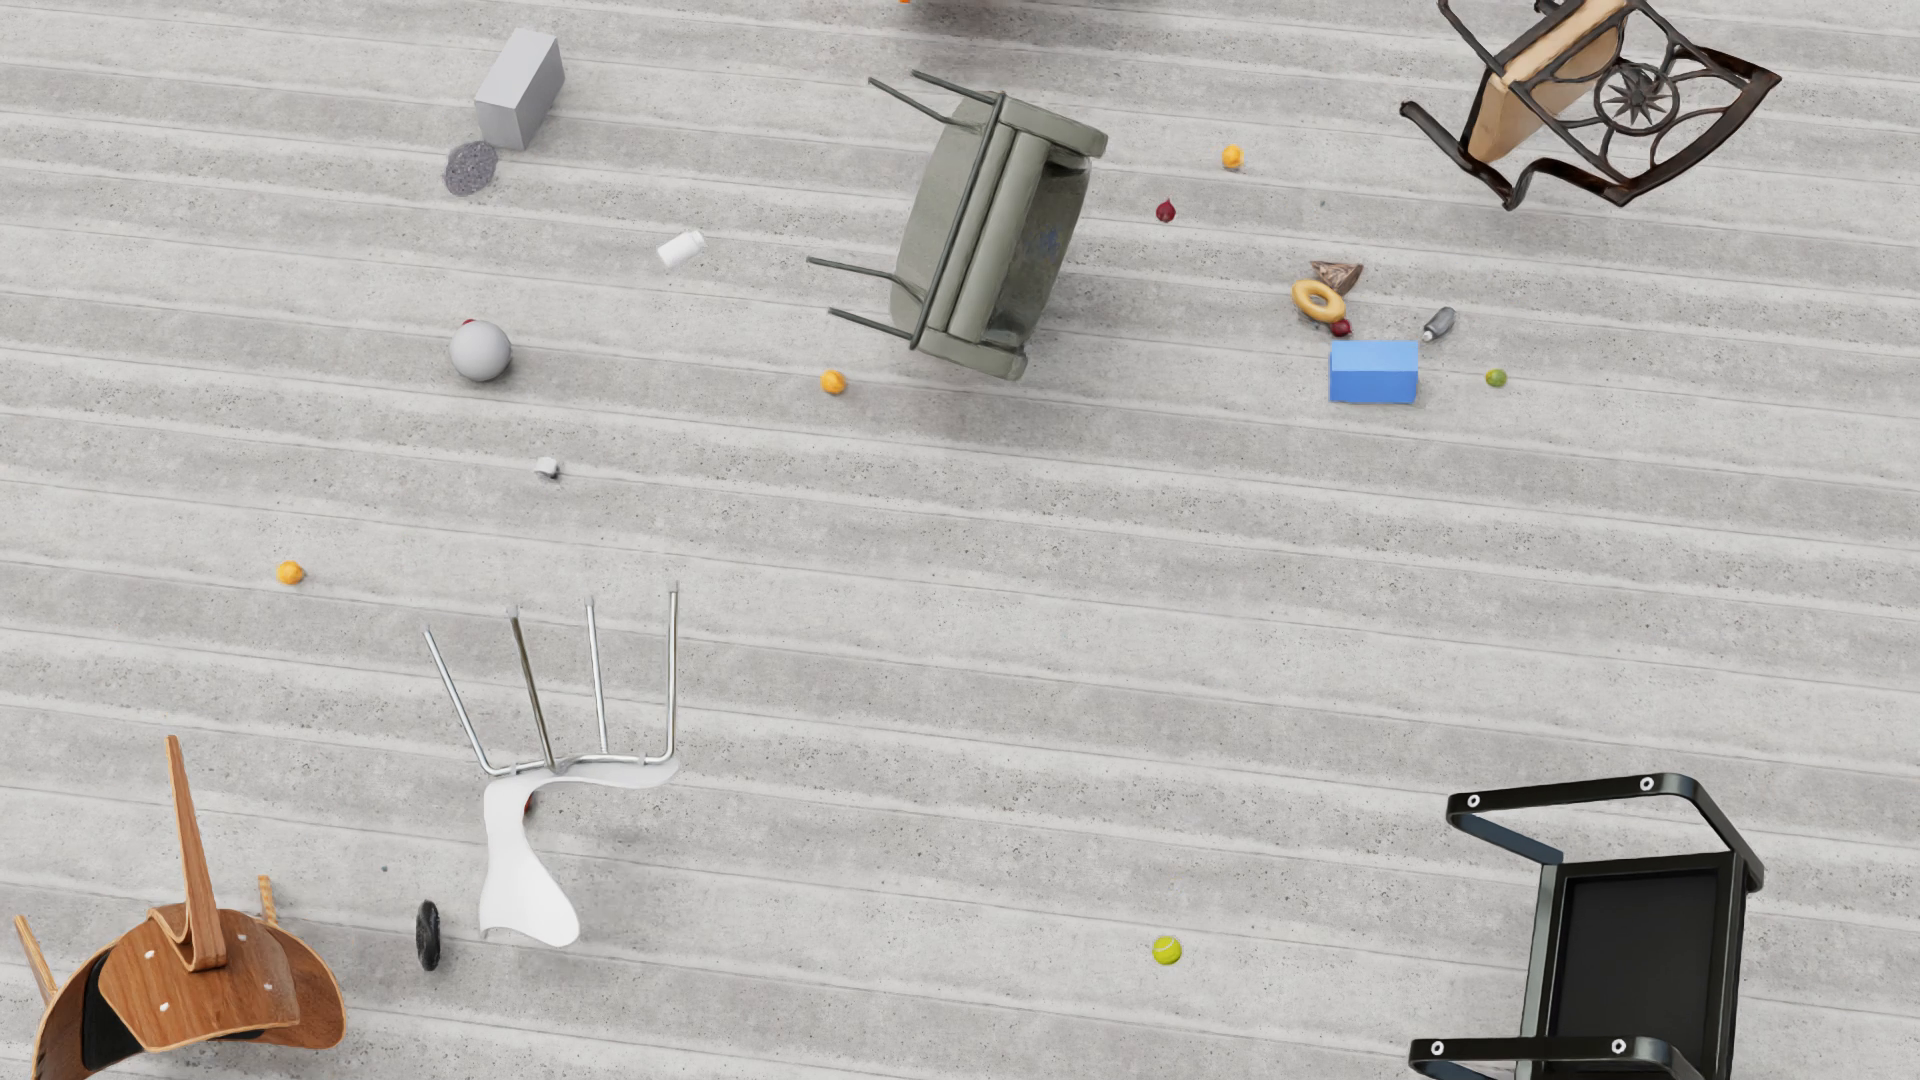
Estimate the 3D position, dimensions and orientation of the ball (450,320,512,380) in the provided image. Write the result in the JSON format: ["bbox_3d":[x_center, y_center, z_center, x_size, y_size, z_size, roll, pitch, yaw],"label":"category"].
[{"bbox_3d":[-1.496,-0.591,6.856,0.189,0.189,0.189,0,56,0],"label":"ball"}]

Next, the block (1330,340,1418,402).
[{"bbox_3d":[1.279,-0.521,6.806,0.260,0.165,0.115,1,59,8],"label":"block"}]

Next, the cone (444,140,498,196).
[{"bbox_3d":[-1.677,-1.281,7.386,0.207,0.155,0.209,-49,42,1],"label":"cone"}]

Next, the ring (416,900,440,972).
[{"bbox_3d":[-1.395,1.038,5.772,0.043,0.187,0.190,0,23,-23],"label":"ring"}]

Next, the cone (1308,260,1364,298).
[{"bbox_3d":[1.187,-0.864,7.092,0.156,0.104,0.167,35,69,23],"label":"cone"}]

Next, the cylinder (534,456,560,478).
[{"bbox_3d":[-1.259,-0.222,6.689,0.072,0.045,0.047,11,71,24],"label":"cylinder"}]

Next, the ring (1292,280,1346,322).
[{"bbox_3d":[1.141,-0.761,6.997,0.200,0.064,0.111,36,81,21],"label":"ring"}]

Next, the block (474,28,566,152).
[{"bbox_3d":[-1.496,-1.533,7.481,0.150,0.202,0.357,14,57,9],"label":"block"}]
